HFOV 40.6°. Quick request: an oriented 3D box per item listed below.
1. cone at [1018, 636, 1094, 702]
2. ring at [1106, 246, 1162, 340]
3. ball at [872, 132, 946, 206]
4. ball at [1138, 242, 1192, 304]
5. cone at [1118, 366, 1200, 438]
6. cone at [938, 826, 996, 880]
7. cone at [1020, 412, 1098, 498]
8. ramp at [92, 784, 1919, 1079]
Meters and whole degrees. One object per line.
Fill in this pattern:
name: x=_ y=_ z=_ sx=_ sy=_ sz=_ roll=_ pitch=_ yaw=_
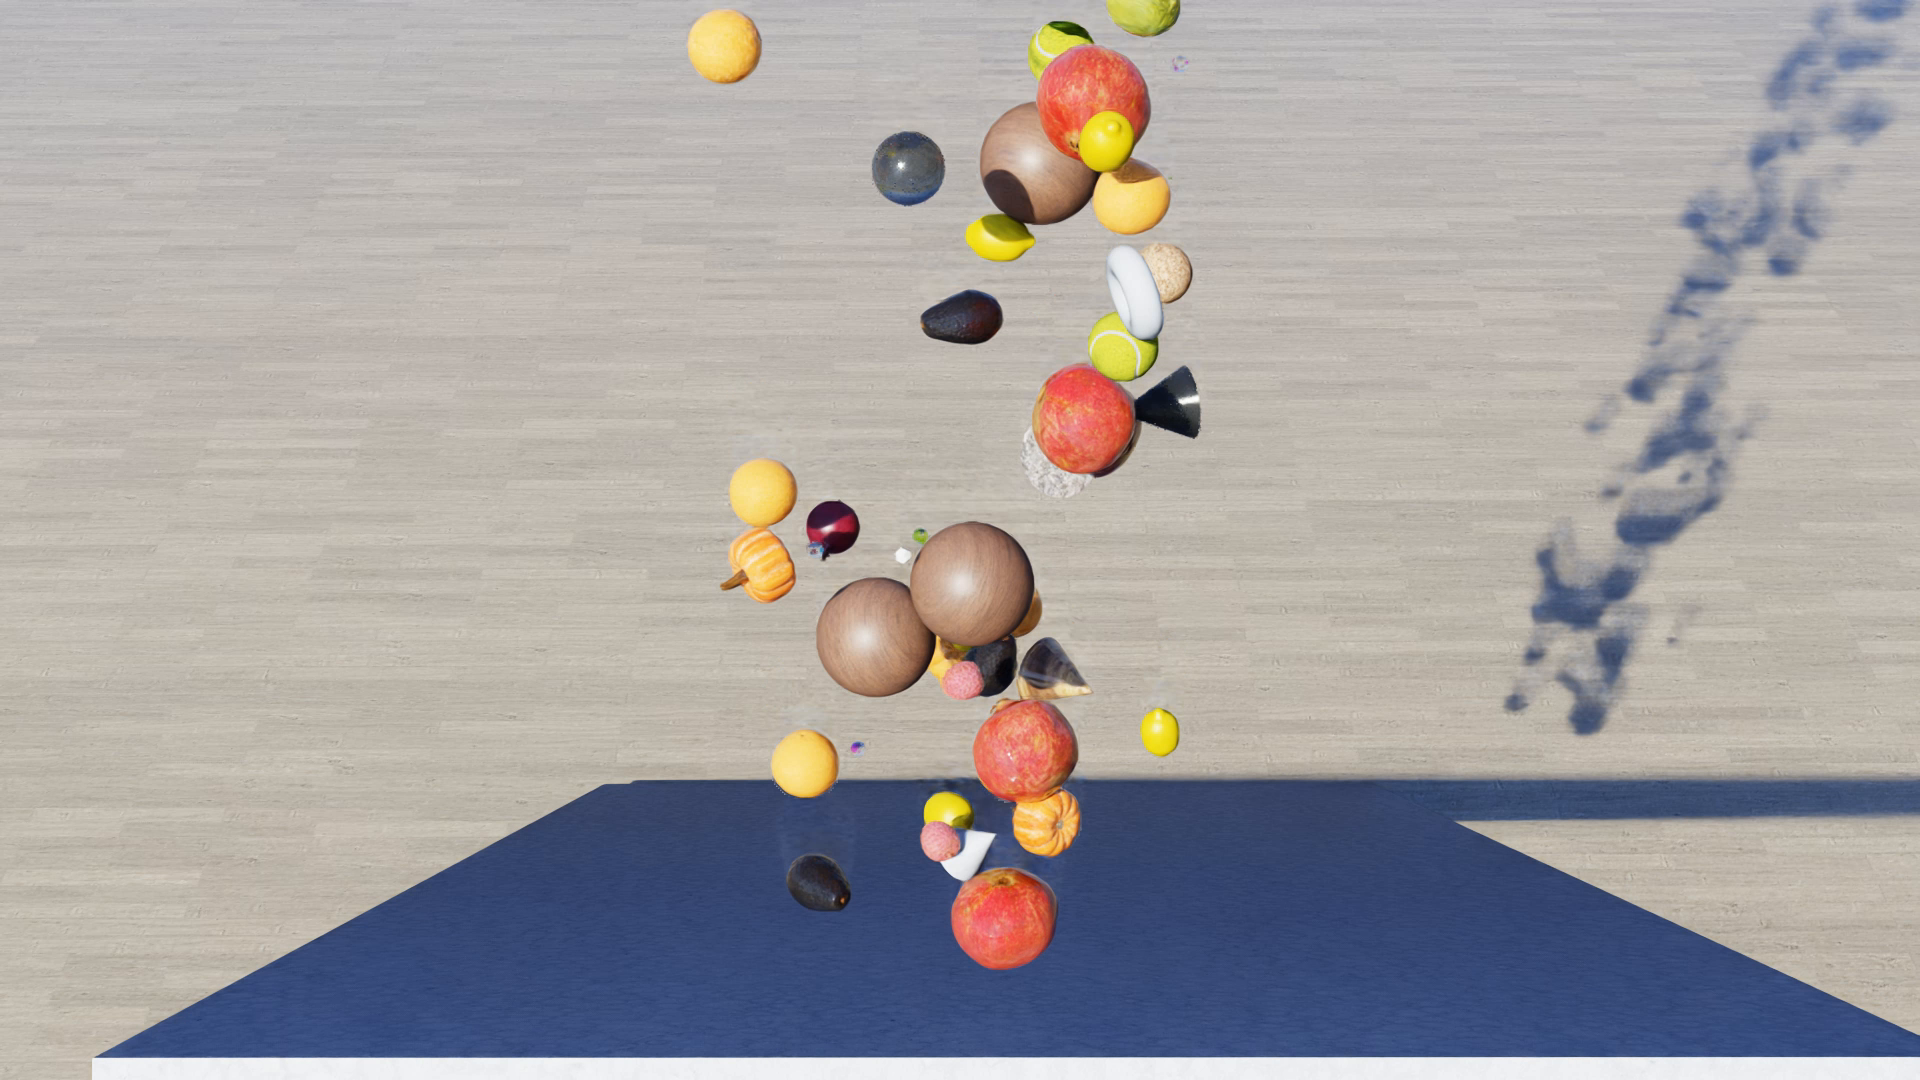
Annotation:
cone: x=0.128 y=0.170 z=3.117 sx=0.085 sy=0.085 sz=0.085 roll=22 pitch=39 yaw=36
ring: x=0.165 y=-0.233 z=2.453 sx=0.031 sy=0.094 sz=0.094 roll=-21 pitch=36 yaw=-6
ball: x=-0.049 y=-0.352 z=2.457 sx=0.070 sy=0.070 sz=0.070 roll=0 pitch=33 yaw=0
ball: x=0.219 y=-0.290 z=2.817 sx=0.067 sy=0.067 sz=0.067 roll=0 pitch=33 yaw=0
cone: x=0.216 y=-0.148 z=2.901 sx=0.083 sy=0.083 sz=0.083 roll=-9 pitch=34 yaw=-12
cone: x=0.019 y=0.326 z=2.782 sx=0.062 sy=0.062 sz=0.062 roll=23 pitch=51 yaw=-32
cone: x=0.128 y=-0.097 z=2.843 sx=0.092 sy=0.092 sz=0.092 roll=17 pitch=14 yaw=24
ramp: x=0.074 y=0.644 z=4.766 sx=2.000 sy=0.100 sz=4.000 roll=0 pitch=-1 yaw=0
